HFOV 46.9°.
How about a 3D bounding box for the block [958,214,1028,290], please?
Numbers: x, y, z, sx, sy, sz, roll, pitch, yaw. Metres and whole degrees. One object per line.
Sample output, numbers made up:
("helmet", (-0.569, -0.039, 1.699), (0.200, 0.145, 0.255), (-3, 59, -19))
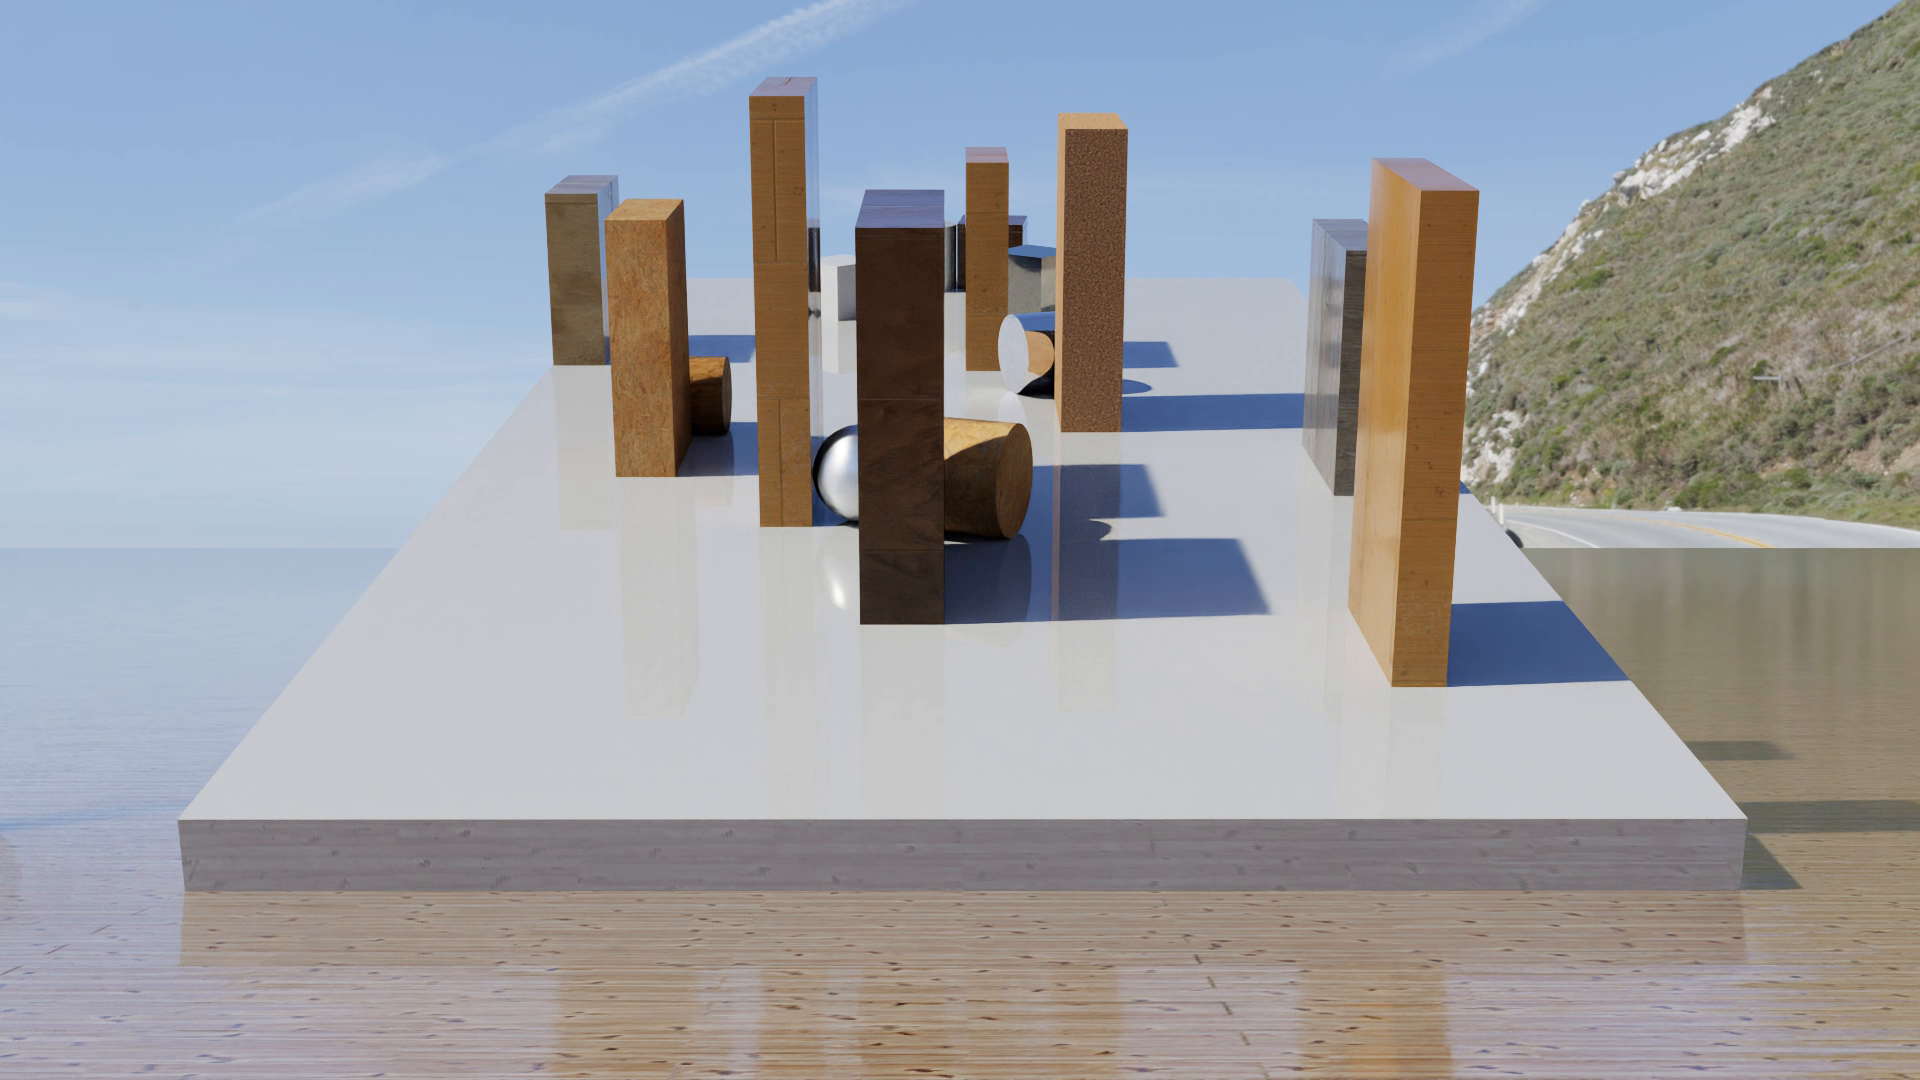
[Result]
("block", (0.097, -0.849, 6.529), (0.191, 0.191, 0.191), (2, 17, 6))

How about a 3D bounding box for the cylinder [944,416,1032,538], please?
("cylinder", (0.001, -0.117, 4.043), (0.209, 0.209, 0.209), (6, 2, 19))

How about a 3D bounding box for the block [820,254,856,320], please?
("block", (-0.326, -0.694, 6.084), (0.148, 0.148, 0.148), (-15, 22, -40))

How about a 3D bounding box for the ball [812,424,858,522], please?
("ball", (-0.182, -0.125, 4.113), (0.182, 0.182, 0.182), (0, 0, 0))

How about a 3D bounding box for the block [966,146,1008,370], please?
("block", (0.065, -0.699, 5.478), (0.102, 0.504, 0.321), (0, 17, 0))

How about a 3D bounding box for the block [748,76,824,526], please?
("block", (-0.322, -0.456, 4.172), (0.096, 0.784, 0.397), (0, 17, 0))

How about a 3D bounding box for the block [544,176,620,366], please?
("block", (-0.937, -0.681, 5.559), (0.127, 0.421, 0.348), (0, 17, 0))

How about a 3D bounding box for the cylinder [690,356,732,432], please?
("cylinder", (-0.584, -0.314, 4.777), (0.164, 0.164, 0.164), (1, 0, 1))

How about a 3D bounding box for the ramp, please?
("ramp", (-0.002, -0.168, 4.752), (2.000, 0.100, 4.000), (0, 17, 0))

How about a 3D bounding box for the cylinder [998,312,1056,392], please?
("cylinder", (0.208, -0.442, 5.178), (0.183, 0.183, 0.183), (-6, 2, -21))

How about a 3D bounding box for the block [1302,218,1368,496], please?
("block", (0.777, -0.373, 4.430), (0.103, 0.479, 0.407), (0, 17, 0))

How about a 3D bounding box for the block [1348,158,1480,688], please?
("block", (0.680, -0.187, 3.360), (0.081, 0.734, 0.378), (0, 17, 0))

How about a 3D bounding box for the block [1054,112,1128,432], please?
("block", (0.284, -0.591, 4.862), (0.131, 0.650, 0.331), (0, 17, 0))

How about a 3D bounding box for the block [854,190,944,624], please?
("block", (-0.093, -0.232, 3.675), (0.135, 0.638, 0.437), (0, 17, 0))

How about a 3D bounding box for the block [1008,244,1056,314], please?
("block", (0.203, -0.712, 6.107), (0.169, 0.169, 0.169), (12, 20, 35))

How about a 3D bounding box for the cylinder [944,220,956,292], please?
("cylinder", (-0.104, -0.831, 6.474), (0.187, 0.187, 0.187), (0, 17, 0))

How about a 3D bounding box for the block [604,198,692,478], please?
("block", (-0.630, -0.415, 4.504), (0.118, 0.515, 0.301), (0, 17, 0))
